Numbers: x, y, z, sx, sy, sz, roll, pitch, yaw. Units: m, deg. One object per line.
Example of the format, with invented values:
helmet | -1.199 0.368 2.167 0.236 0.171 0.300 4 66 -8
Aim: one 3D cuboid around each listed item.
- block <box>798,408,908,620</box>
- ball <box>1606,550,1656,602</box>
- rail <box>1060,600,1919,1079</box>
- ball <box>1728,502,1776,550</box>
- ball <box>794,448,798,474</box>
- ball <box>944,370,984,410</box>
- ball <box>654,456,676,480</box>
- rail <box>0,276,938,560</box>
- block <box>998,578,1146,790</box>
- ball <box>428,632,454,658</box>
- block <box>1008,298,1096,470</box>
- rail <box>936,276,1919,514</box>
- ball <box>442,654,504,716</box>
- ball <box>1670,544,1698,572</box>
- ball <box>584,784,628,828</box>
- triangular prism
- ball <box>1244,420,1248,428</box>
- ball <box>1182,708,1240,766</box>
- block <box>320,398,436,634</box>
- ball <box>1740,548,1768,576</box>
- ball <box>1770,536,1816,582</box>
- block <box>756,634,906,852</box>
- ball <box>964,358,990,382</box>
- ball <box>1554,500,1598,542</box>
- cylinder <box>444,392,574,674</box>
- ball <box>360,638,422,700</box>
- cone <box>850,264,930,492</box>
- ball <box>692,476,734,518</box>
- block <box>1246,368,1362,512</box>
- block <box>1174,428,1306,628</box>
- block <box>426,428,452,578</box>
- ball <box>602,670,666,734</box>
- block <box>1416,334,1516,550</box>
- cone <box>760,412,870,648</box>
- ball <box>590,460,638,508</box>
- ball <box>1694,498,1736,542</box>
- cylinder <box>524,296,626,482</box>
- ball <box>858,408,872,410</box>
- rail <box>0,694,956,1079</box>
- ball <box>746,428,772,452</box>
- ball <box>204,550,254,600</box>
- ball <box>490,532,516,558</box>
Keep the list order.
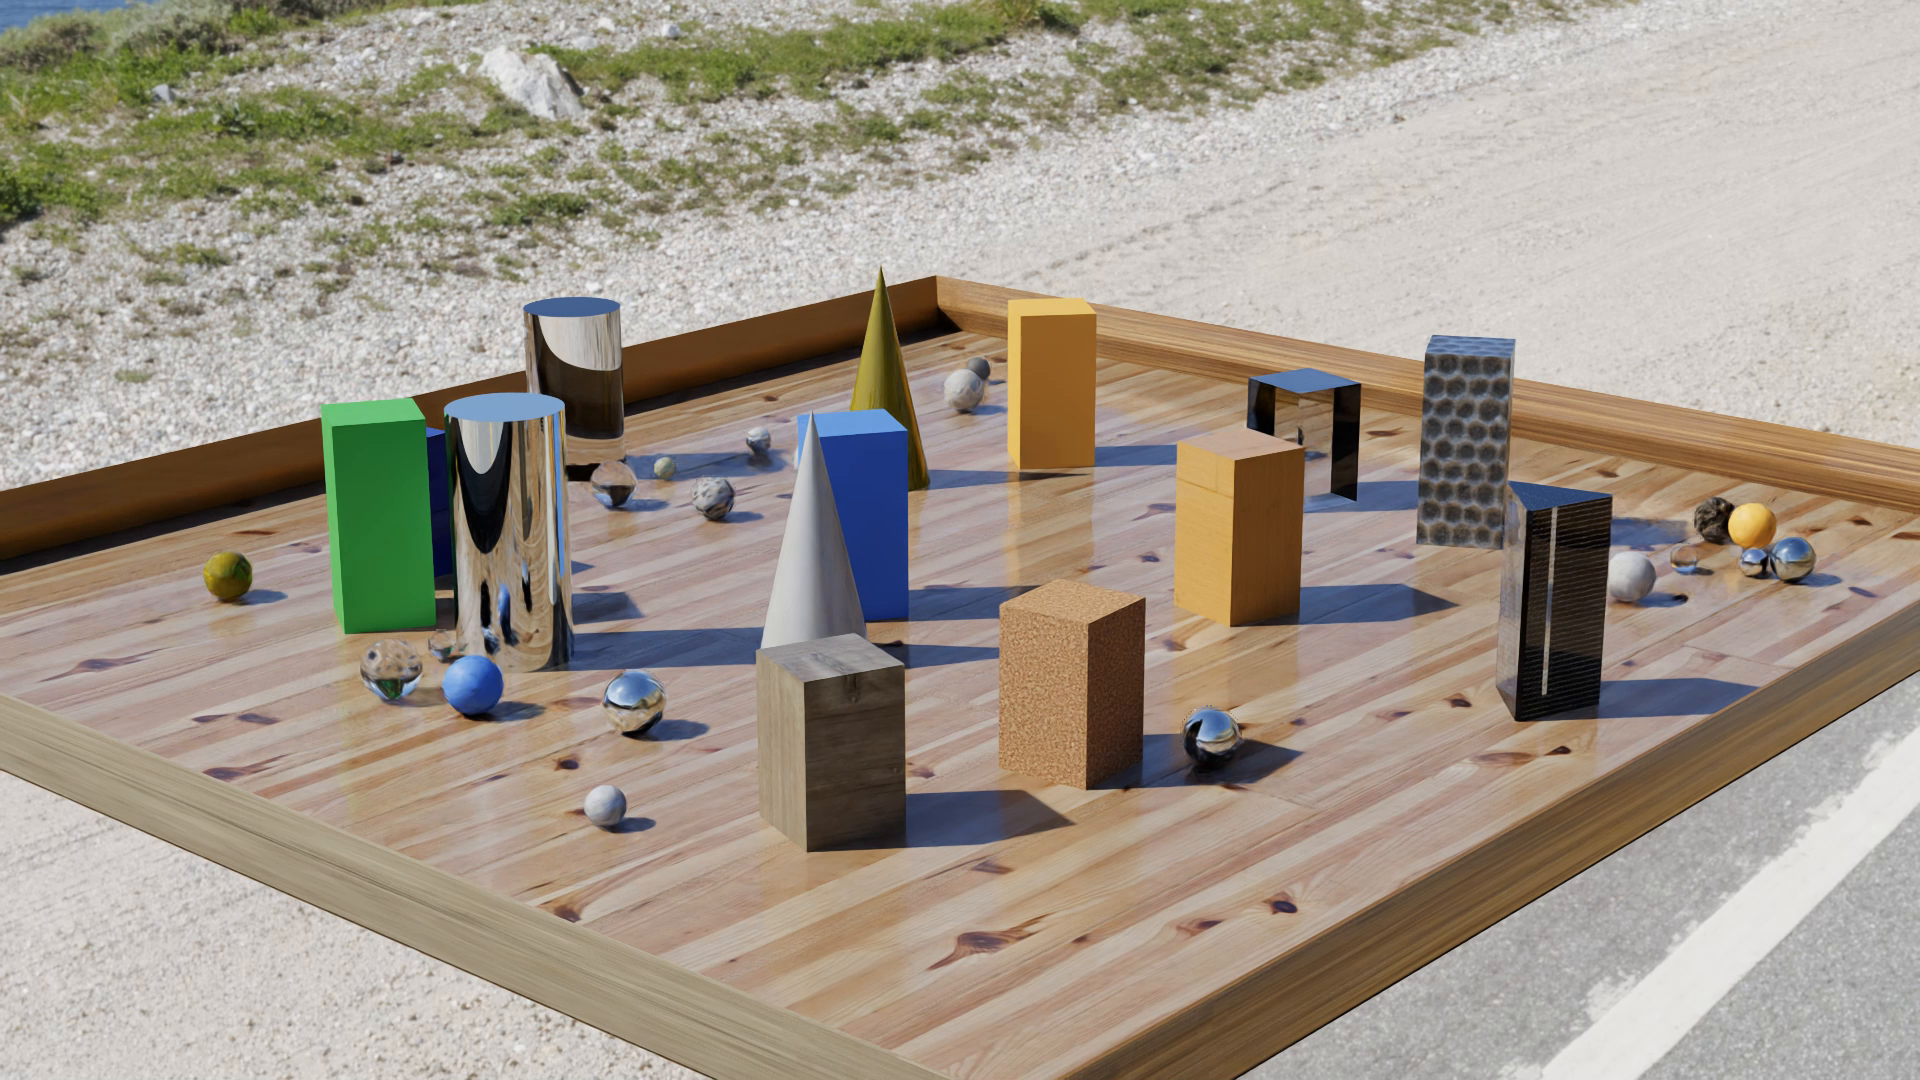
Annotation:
block | -0.183 -0.041 5.011 0.154 0.329 0.154 -5 17 -16
ball | 1.160 0.063 5.081 0.089 0.089 0.089 0 17 0
rail | 1.072 0.300 4.229 0.045 0.125 3.147 14 22 39
ball | 1.450 -0.025 5.364 0.086 0.086 0.086 0 17 0
ball | -0.284 -0.156 5.791 0.091 0.091 0.091 0 17 0
ball | 0.008 -0.325 6.364 0.090 0.090 0.090 0 17 0
ball | -0.587 -0.144 5.841 0.045 0.045 0.045 0 17 0
rail | -1.072 -0.238 6.011 0.045 0.125 3.147 14 22 39
block | 0.165 0.210 4.308 0.154 0.254 0.154 12 20 34
ball | -0.846 0.172 4.783 0.043 0.043 0.043 0 17 0
block | 0.185 -0.319 5.952 0.154 0.316 0.154 -2 17 -8
rail | 1.016 -0.307 6.241 2.887 0.125 0.045 14 22 39
ball | -0.753 0.224 4.539 0.093 0.093 0.093 0 17 0
ball | 1.294 0.034 5.244 0.050 0.050 0.050 0 17 0
ball | -0.496 0.372 4.106 0.060 0.060 0.060 0 17 0
triangular prism | 0.894 0.088 4.567 0.166 0.339 0.144 -10 19 -29
ball | 0.623 -0.226 6.059 0.076 0.076 0.076 0 17 0
ball | 0.371 0.291 4.332 0.085 0.085 0.085 0 17 0
block | -0.983 -0.042 4.960 0.154 0.360 0.154 -5 18 -18
ball | 1.415 0.039 5.225 0.051 0.051 0.051 0 17 0
ball | 1.475 0.034 5.194 0.080 0.080 0.080 0 17 0
block | -0.180 0.280 4.087 0.154 0.248 0.154 -9 19 -27
ball | 0.040 -0.384 6.614 0.058 0.058 0.058 0 17 0
ball | 1.141 -0.036 5.424 0.079 0.079 0.079 0 17 0
cylinder | -0.730 -0.013 4.761 0.192 0.419 0.192 0 17 0
ball | -0.893 0.203 4.606 0.096 0.096 0.096 0 17 0
cone | -0.154 -0.328 5.770 0.192 0.439 0.192 0 17 0
ball | -0.468 -0.080 5.571 0.080 0.080 0.080 0 17 0
block | 0.663 -0.194 5.677 0.154 0.236 0.154 -11 20 -32
block | 0.477 -0.023 5.014 0.154 0.292 0.154 -11 20 -32
block | -1.012 -0.063 5.206 0.154 0.258 0.154 12 21 35
ball | -0.495 0.247 4.460 0.096 0.096 0.096 0 17 0
block | 0.935 -0.182 5.419 0.154 0.362 0.154 4 17 13
cone | -0.236 -0.008 4.734 0.192 0.424 0.192 0 17 0
ball | -0.667 -0.108 5.644 0.091 0.091 0.091 0 17 0
ball | 1.400 -0.038 5.430 0.081 0.081 0.081 0 17 0
cylinder | -0.771 -0.303 5.869 0.192 0.334 0.192 0 17 0
ball | -0.201 -0.256 6.207 0.049 0.049 0.049 0 17 0
rail | -1.016 0.369 4.000 2.887 0.125 0.045 14 22 39
ball | -0.414 -0.206 6.036 0.052 0.052 0.052 0 17 0
ball | -1.271 0.061 5.095 0.085 0.085 0.085 0 17 0
ball | -0.832 0.009 5.333 0.045 0.045 0.045 0 17 0
